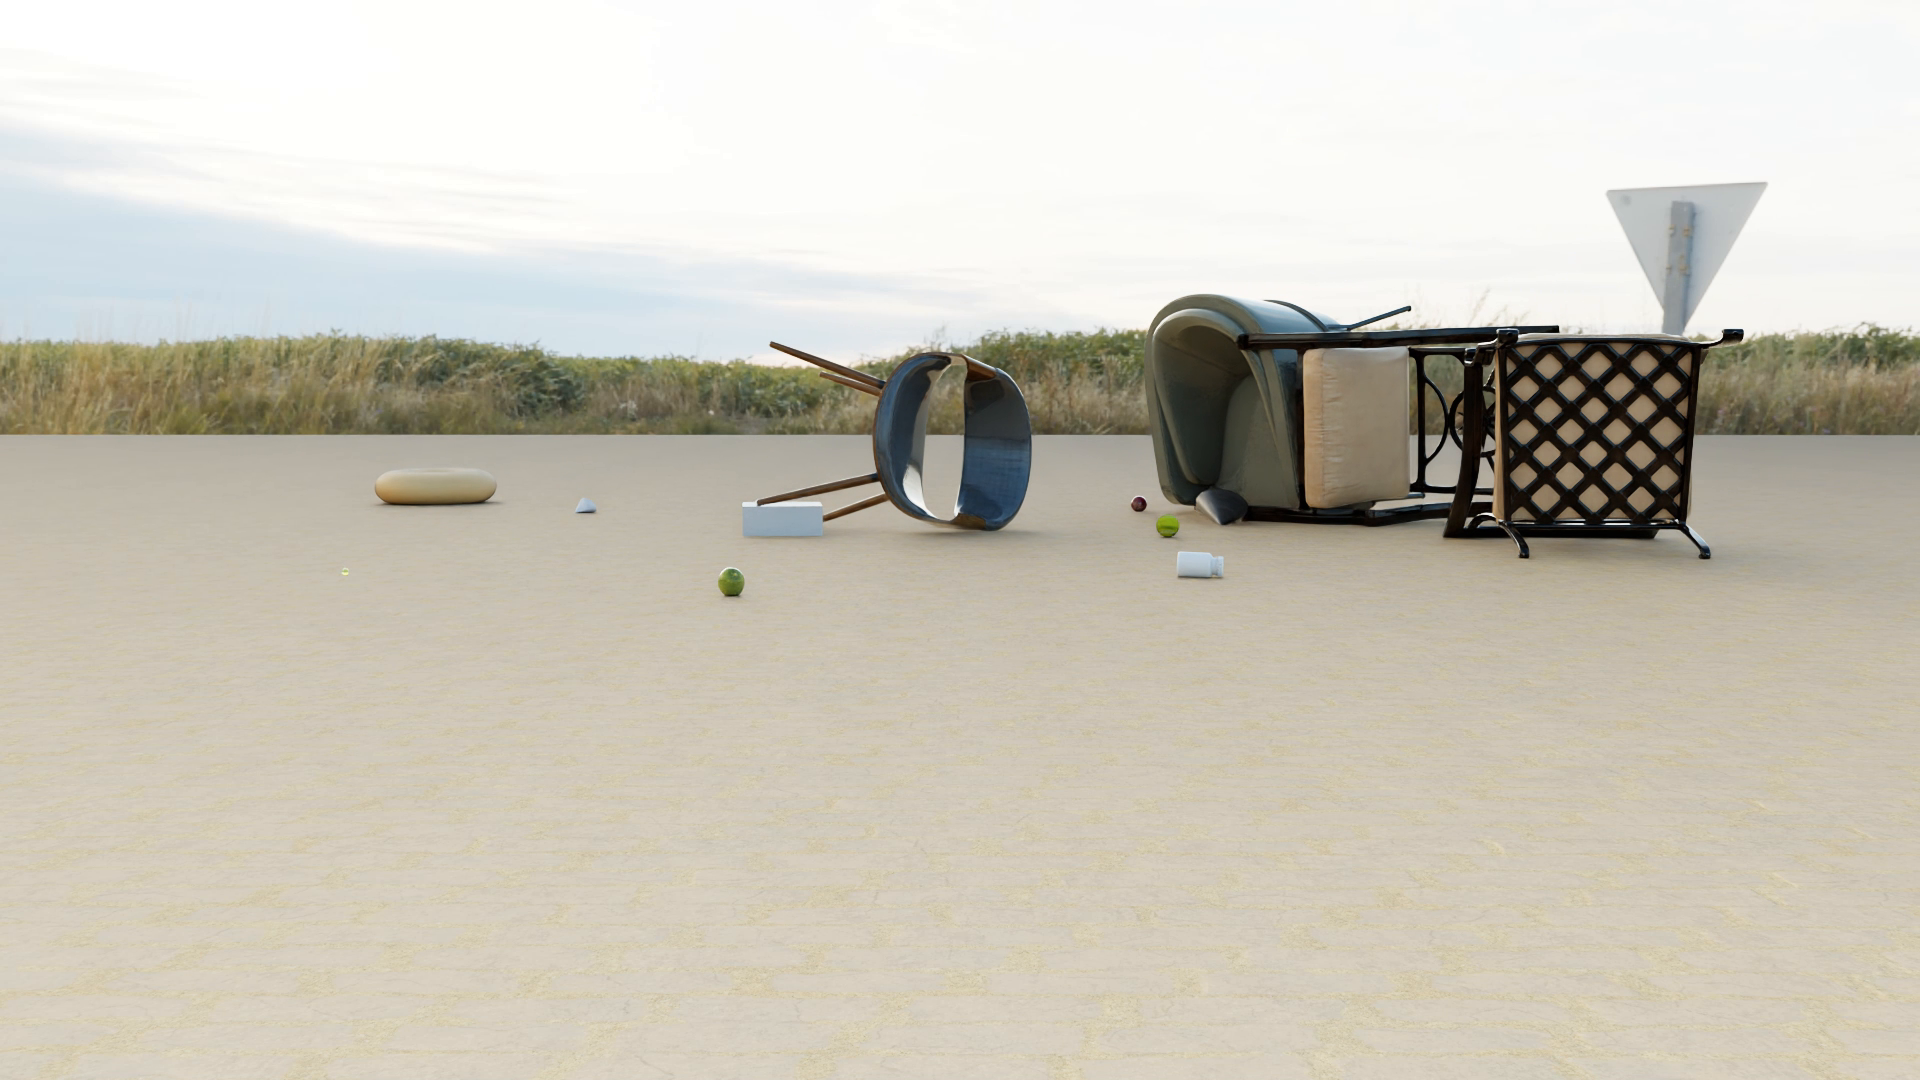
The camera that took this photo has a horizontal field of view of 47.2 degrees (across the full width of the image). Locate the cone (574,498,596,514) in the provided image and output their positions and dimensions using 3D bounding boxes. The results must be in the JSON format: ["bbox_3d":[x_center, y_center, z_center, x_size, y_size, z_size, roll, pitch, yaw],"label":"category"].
[{"bbox_3d":[-1.373,-0.111,7.970,0.065,0.058,0.107,-33,28,-34],"label":"cone"}]

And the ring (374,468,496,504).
[{"bbox_3d":[-2.073,-0.212,8.704,0.443,0.129,0.514,3,6,25],"label":"ring"}]

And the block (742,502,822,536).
[{"bbox_3d":[-0.554,-0.067,6.853,0.244,0.091,0.245,0,4,-5],"label":"block"}]

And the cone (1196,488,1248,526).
[{"bbox_3d":[0.870,-0.082,7.314,0.178,0.116,0.218,10,20,4],"label":"cone"}]
